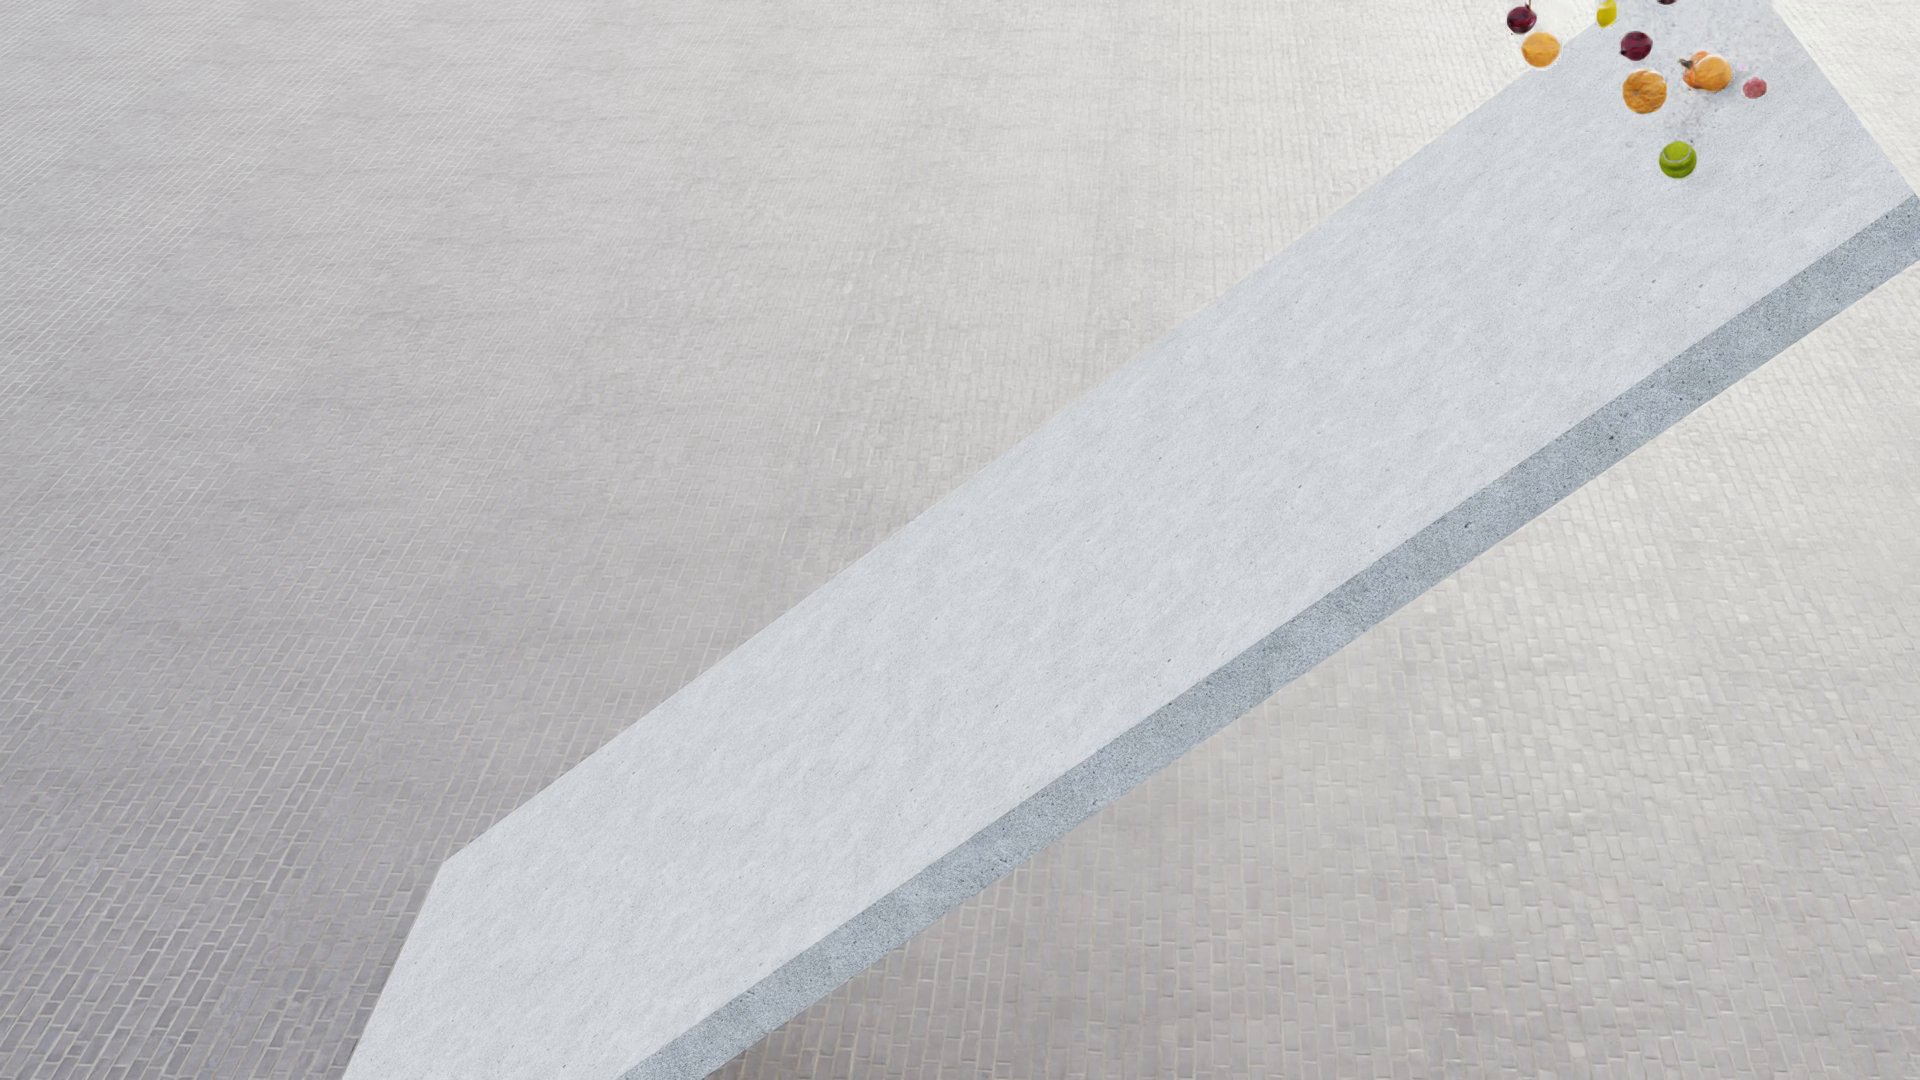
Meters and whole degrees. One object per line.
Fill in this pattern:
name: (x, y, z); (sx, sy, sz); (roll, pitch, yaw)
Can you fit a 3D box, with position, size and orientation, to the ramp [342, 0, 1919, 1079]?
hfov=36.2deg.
ramp: (0.121, 0.185, 6.340); (4.000, 0.100, 2.000); (-36, 16, 18)
